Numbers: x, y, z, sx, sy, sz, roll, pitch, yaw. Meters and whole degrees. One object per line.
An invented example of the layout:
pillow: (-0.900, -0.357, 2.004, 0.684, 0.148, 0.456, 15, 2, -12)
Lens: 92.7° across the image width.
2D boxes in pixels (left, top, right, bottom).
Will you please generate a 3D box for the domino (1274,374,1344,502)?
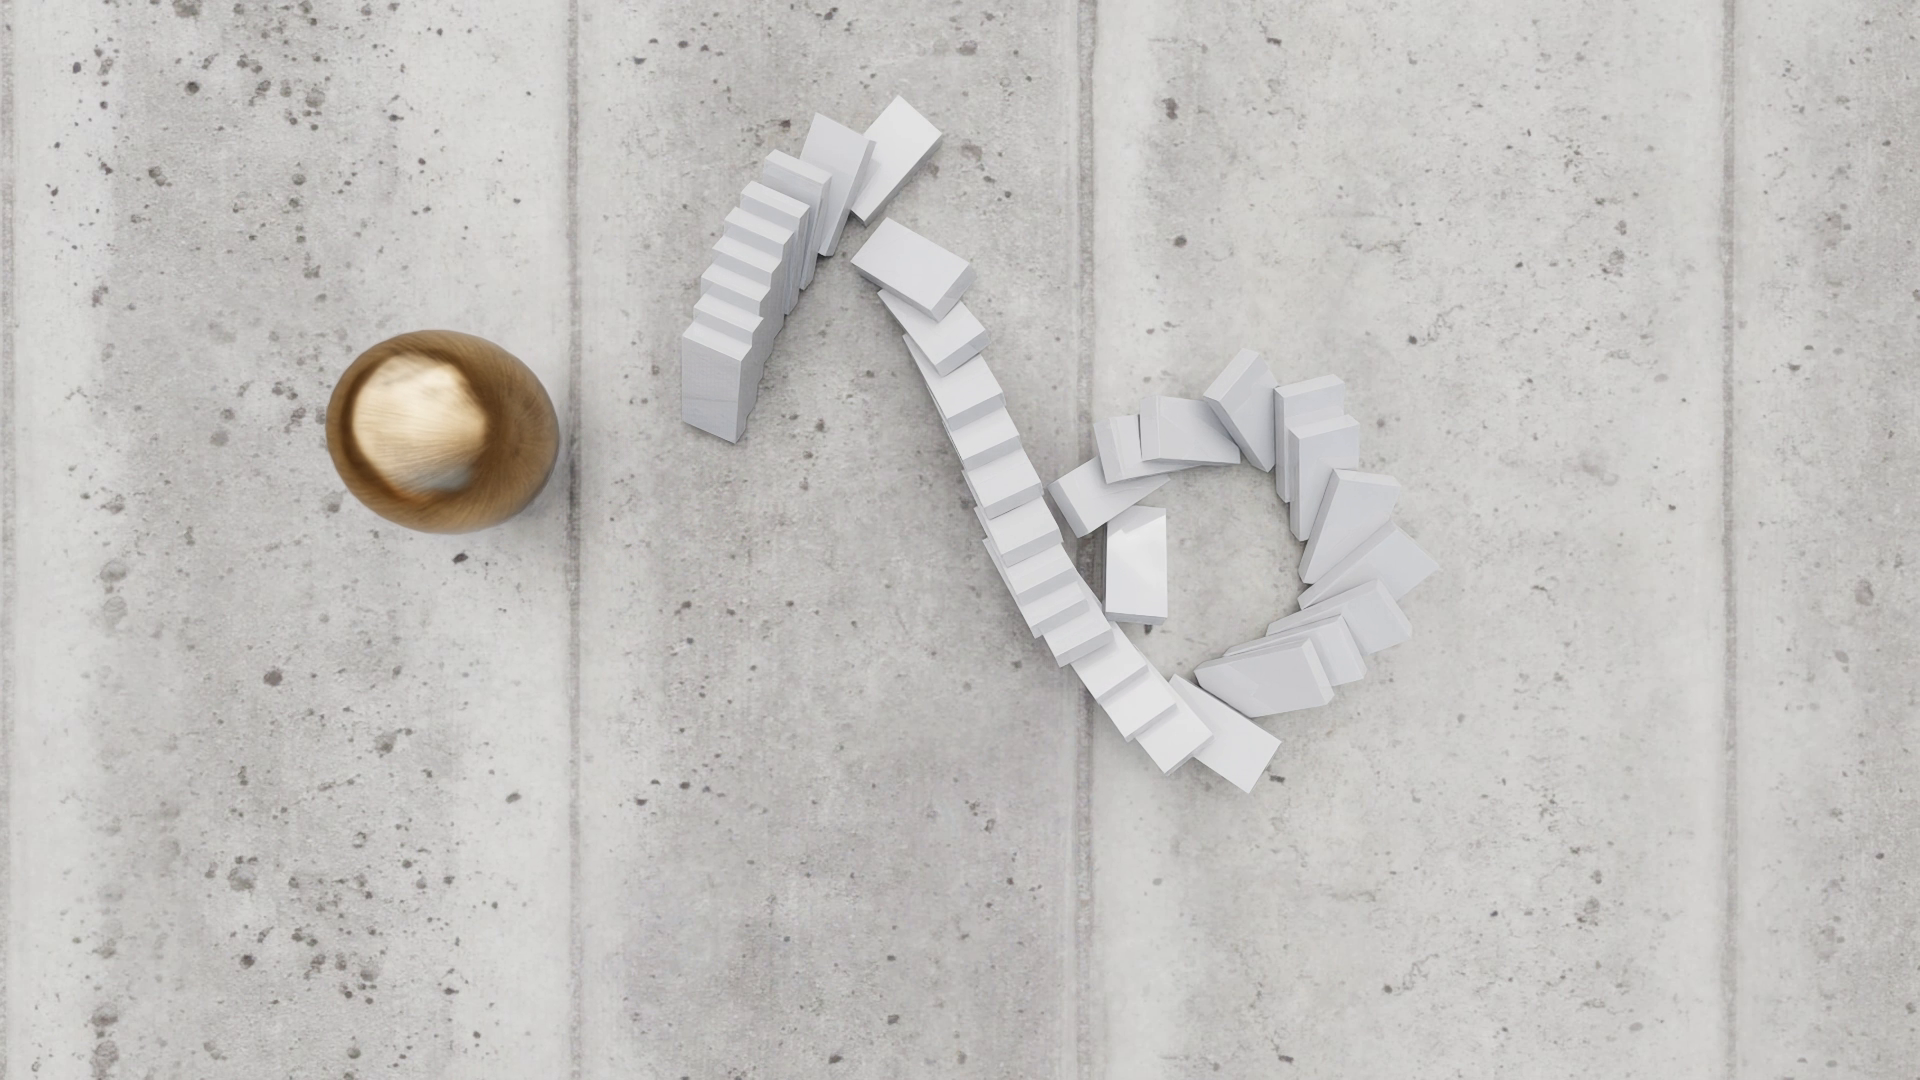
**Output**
domino: (0.146, -0.042, 0.383, 0.025, 0.009, 0.050, -14, 122, 0)

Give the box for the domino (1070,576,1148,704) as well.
domino: (0.054, 0.041, 0.384, 0.025, 0.010, 0.050, -34, 60, 0)

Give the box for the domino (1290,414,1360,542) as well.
domino: (0.152, -0.025, 0.382, 0.025, 0.010, 0.050, -14, 122, 0)

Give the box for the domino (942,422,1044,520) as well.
domino: (0.013, -0.035, 0.382, 0.025, 0.010, 0.050, -24, 56, 0)

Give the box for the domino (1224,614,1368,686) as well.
domino: (0.139, 0.051, 0.381, 0.050, 0.010, 0.025, -25, 90, 36)

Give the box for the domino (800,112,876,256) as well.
domino: (-0.057, -0.149, 0.385, 0.025, 0.009, 0.050, 28, 113, 3)

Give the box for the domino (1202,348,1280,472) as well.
domino: (0.123, -0.053, 0.381, 0.025, 0.009, 0.050, -50, 128, -1)

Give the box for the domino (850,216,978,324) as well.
domino: (-0.020, -0.113, 0.384, 0.050, 0.010, 0.025, 37, 87, 28)

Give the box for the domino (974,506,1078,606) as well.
domino: (0.027, 0.001, 0.379, 0.025, 0.010, 0.050, -26, 51, 1)

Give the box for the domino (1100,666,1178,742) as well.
domino: (0.065, 0.056, 0.384, 0.025, 0.009, 0.050, -35, 60, 0)

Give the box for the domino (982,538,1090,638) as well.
domino: (0.031, 0.014, 0.381, 0.025, 0.010, 0.050, -28, 51, 0)

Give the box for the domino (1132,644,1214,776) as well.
domino: (0.079, 0.071, 0.384, 0.025, 0.009, 0.050, -39, 60, 0)

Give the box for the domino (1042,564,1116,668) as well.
domino: (0.041, 0.026, 0.380, 0.025, 0.010, 0.050, -27, 51, 0)

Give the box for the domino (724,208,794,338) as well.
domino: (-0.084, -0.109, 0.377, 0.025, 0.050, 0.010, 23, 53, 0)

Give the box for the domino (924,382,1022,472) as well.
domino: (0.004, -0.055, 0.383, 0.025, 0.010, 0.050, -24, 60, 0)

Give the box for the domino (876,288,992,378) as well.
domino: (-0.011, -0.093, 0.384, 0.025, 0.010, 0.050, -35, 61, 0)

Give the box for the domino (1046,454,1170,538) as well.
domino: (0.063, -0.024, 0.384, 0.050, 0.010, 0.025, -31, 90, -28)

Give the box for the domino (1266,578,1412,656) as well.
domino: (0.156, 0.038, 0.380, 0.050, 0.009, 0.025, -32, 98, 37)

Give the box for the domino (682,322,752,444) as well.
domino: (-0.101, -0.064, 0.377, 0.025, 0.050, 0.009, 23, 53, 0)

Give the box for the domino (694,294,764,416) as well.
domino: (-0.096, -0.075, 0.377, 0.025, 0.050, 0.010, 23, 53, 0)

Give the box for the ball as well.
ball: (-0.201, -0.042, 0.360, 0.080, 0.080, 0.080, 0, 90, 0)

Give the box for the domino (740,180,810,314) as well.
domino: (-0.078, -0.119, 0.377, 0.025, 0.050, 0.010, 23, 53, 0)

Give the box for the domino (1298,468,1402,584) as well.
domino: (0.162, -0.004, 0.383, 0.025, 0.009, 0.050, 7, 121, 0)

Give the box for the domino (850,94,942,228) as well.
domino: (-0.033, -0.163, 0.395, 0.025, 0.009, 0.050, 42, 90, 0)

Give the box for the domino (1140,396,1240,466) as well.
domino: (0.096, -0.045, 0.381, 0.050, 0.009, 0.025, 0, 87, -35)

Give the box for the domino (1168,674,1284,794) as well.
domino: (0.106, 0.080, 0.383, 0.050, 0.009, 0.025, 33, 96, 27)

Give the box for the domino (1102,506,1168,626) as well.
domino: (0.073, 0.010, 0.385, 0.025, 0.010, 0.050, 5, 64, 0)

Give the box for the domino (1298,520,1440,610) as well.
domino: (0.170, 0.018, 0.383, 0.025, 0.009, 0.050, 37, 116, -9)

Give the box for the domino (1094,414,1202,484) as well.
domino: (0.079, -0.040, 0.381, 0.050, 0.009, 0.025, -12, 88, -36)

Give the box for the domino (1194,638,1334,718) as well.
domino: (0.125, 0.059, 0.379, 0.050, 0.010, 0.025, -23, 91, 43)

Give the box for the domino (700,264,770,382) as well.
domino: (-0.093, -0.087, 0.377, 0.025, 0.050, 0.010, 23, 53, 0)

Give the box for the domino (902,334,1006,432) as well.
domino: (-0.003, -0.071, 0.383, 0.025, 0.009, 0.050, -26, 60, -1)

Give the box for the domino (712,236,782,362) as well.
domino: (-0.089, -0.098, 0.377, 0.025, 0.050, 0.009, 23, 53, 0)

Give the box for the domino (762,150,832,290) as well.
domino: (-0.070, -0.131, 0.379, 0.025, 0.050, 0.010, 24, 47, 0)

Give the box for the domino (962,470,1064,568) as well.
domino: (0.021, -0.015, 0.380, 0.025, 0.010, 0.050, -25, 51, 1)
